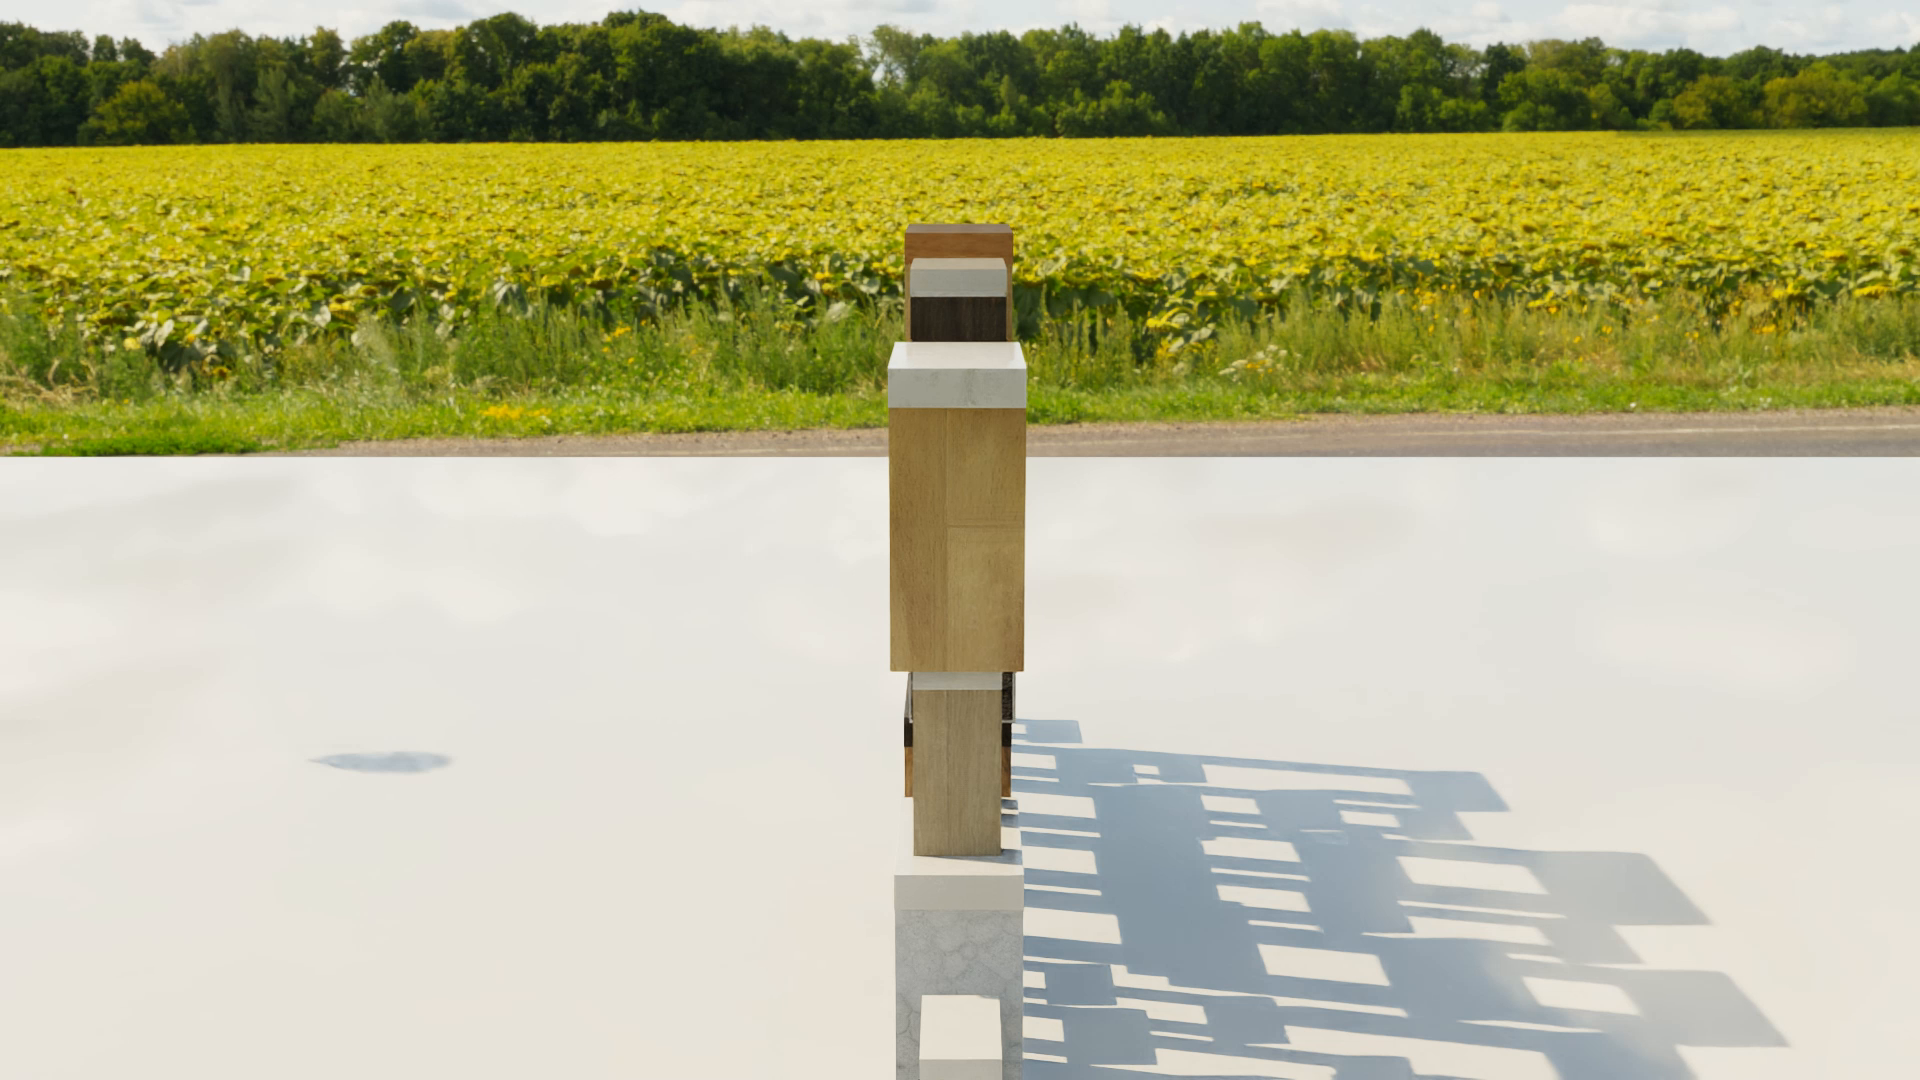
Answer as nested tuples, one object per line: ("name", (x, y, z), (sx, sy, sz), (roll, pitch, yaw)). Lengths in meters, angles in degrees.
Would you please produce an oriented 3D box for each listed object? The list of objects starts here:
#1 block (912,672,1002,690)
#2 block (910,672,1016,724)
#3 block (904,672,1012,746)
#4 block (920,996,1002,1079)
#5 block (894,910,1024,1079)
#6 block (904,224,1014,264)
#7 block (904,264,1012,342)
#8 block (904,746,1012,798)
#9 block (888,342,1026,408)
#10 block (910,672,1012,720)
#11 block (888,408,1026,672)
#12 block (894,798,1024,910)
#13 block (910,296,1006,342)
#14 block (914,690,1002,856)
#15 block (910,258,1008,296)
("block", (-0.003, 0.148, 2.787), (0.109, 0.031, 0.219), (0, 11, 0))
("block", (0.004, 0.115, 3.301), (0.159, 0.319, 0.045), (0, 11, 0))
("block", (-0.003, 0.262, 3.507), (0.164, 0.047, 0.329), (0, 11, 0))
("block", (0.001, 0.585, 2.591), (0.094, 0.027, 0.188), (0, 11, 0))
("block", (-0.001, 0.597, 2.761), (0.158, 0.317, 0.045), (0, 11, 0))
("block", (-0.002, -0.513, 3.801), (0.180, 0.051, 0.359), (0, 11, 0))
("block", (-0.002, -0.276, 3.723), (0.180, 0.388, 0.051), (0, 11, 0))
("block", (-0.003, 0.467, 3.434), (0.164, 0.329, 0.047), (0, 11, 0))
("block", (-0.003, -0.206, 2.709), (0.162, 0.046, 0.323), (0, 11, 0))
("block", (0.002, 0.043, 3.175), (0.148, 0.437, 0.042), (0, 11, 0))
("block", (-0.003, -0.005, 2.637), (0.162, 0.323, 0.046), (0, 11, 0))
("block", (-0.001, 0.400, 2.832), (0.158, 0.045, 0.317), (0, 11, 0))
("block", (-0.002, -0.221, 3.228), (0.139, 0.278, 0.039), (0, 11, 0))
("block", (-0.003, 0.284, 2.738), (0.109, 0.219, 0.031), (0, 10, 0))
("block", (-0.002, -0.394, 3.290), (0.139, 0.039, 0.278), (0, 11, 0))
